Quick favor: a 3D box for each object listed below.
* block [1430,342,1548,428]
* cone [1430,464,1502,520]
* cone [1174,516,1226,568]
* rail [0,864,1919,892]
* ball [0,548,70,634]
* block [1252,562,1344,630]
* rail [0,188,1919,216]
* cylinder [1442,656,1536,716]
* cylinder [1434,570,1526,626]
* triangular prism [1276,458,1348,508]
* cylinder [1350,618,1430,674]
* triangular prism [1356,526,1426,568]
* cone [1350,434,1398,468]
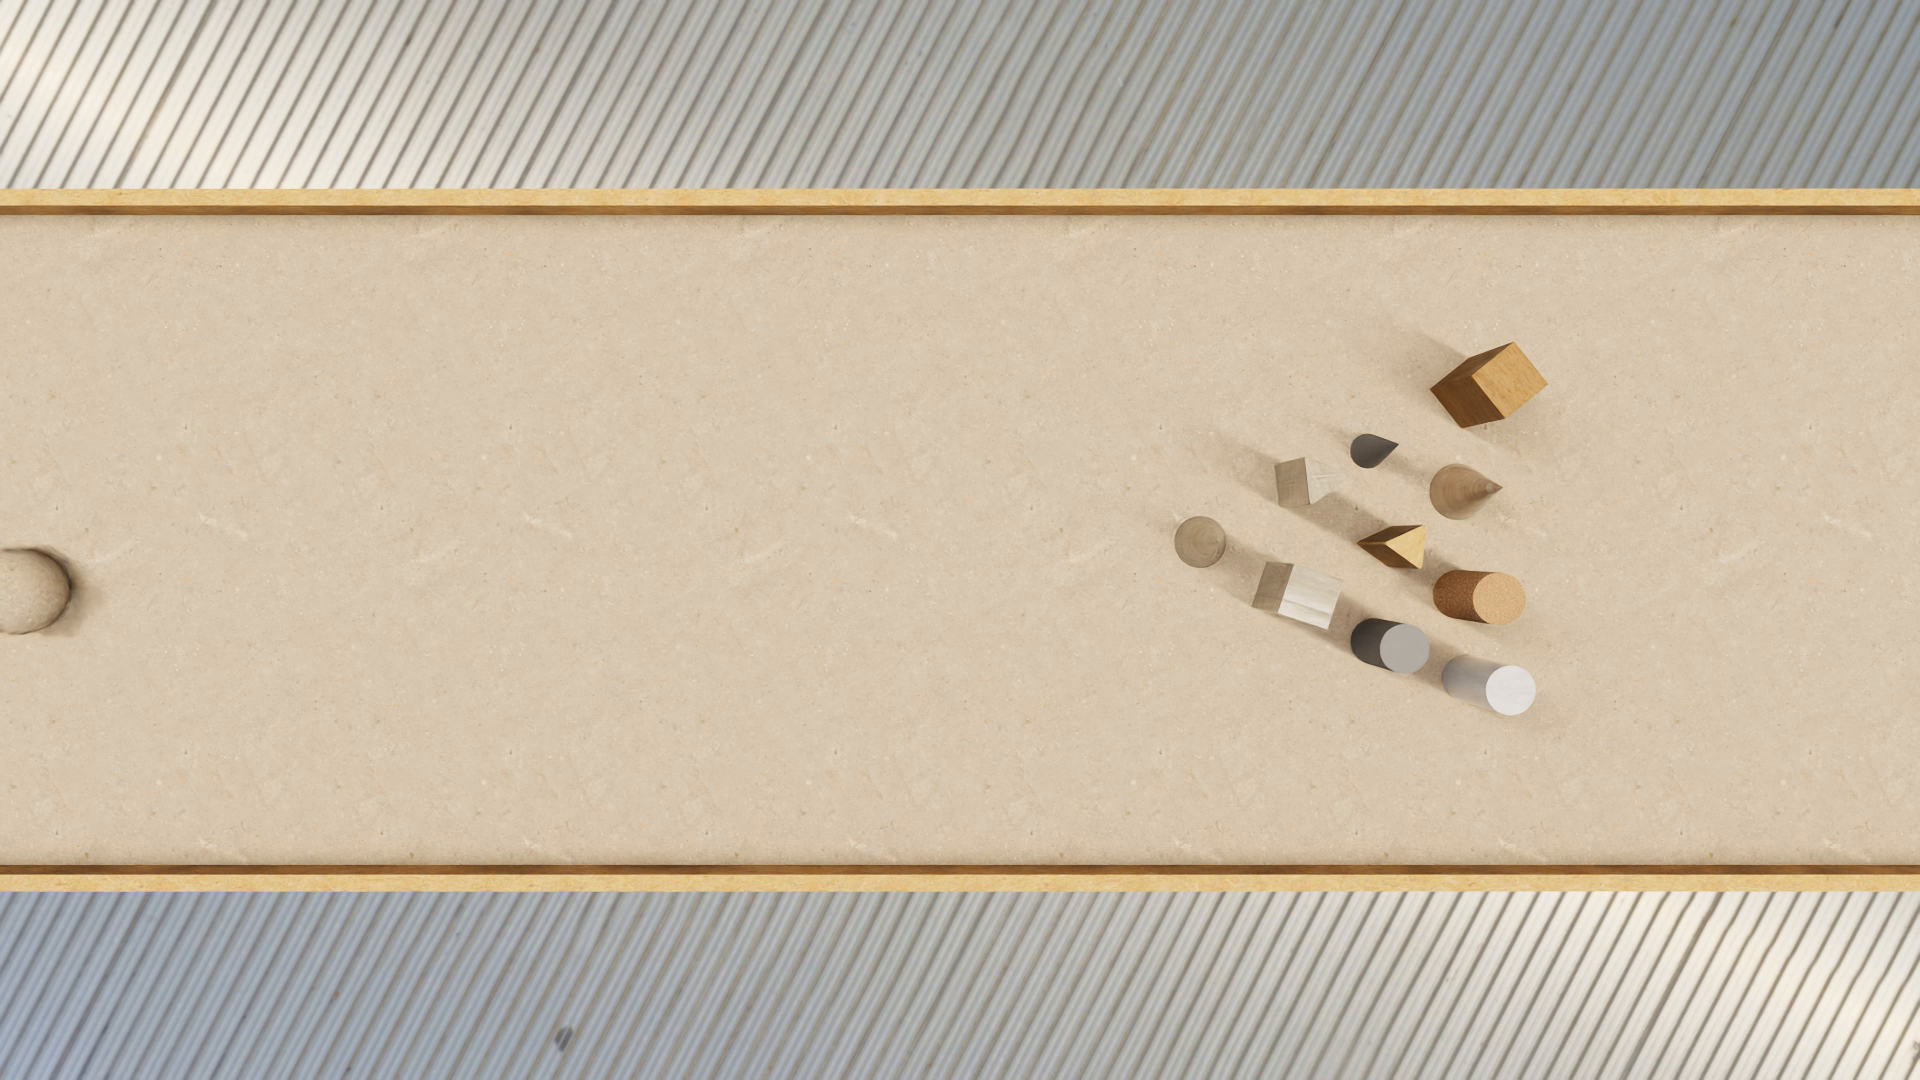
[{"bbox_3d":[1.555,-0.452,4.870,0.156,0.414,0.156,-39,90,0],"label":"block"},{"bbox_3d":[1.532,-0.148,4.863,0.174,0.427,0.174,0,90,0],"label":"cone"},{"bbox_3d":[0.740,0.006,4.897,0.160,0.360,0.160,0,90,0],"label":"cone"},{"bbox_3d":[-2.247,1.025,5.001,12.000,0.150,0.050,0,90,0],"label":"rail"},{"bbox_3d":[-2.820,0.153,4.946,0.260,0.260,0.260,0,90,0],"label":"ball"},{"bbox_3d":[0.989,0.159,4.864,0.147,0.426,0.147,18,90,0],"label":"block"},{"bbox_3d":[-2.247,-1.025,5.002,12.000,0.150,0.050,0,90,0],"label":"rail"},{"bbox_3d":[1.554,0.424,4.865,0.141,0.424,0.141,0,90,0],"label":"cylinder"},{"bbox_3d":[1.531,0.167,4.878,0.150,0.396,0.150,0,90,0],"label":"cylinder"},{"bbox_3d":[1.005,-0.187,4.852,0.134,0.448,0.116,-37,90,0],"label":"triangular prism"},{"bbox_3d":[1.273,0.312,4.899,0.143,0.356,0.143,0,90,0],"label":"cylinder"},{"bbox_3d":[1.303,0.002,4.902,0.125,0.348,0.108,36,90,0],"label":"triangular prism"},{"bbox_3d":[1.255,-0.274,4.893,0.108,0.367,0.108,0,90,0],"label":"cone"}]
